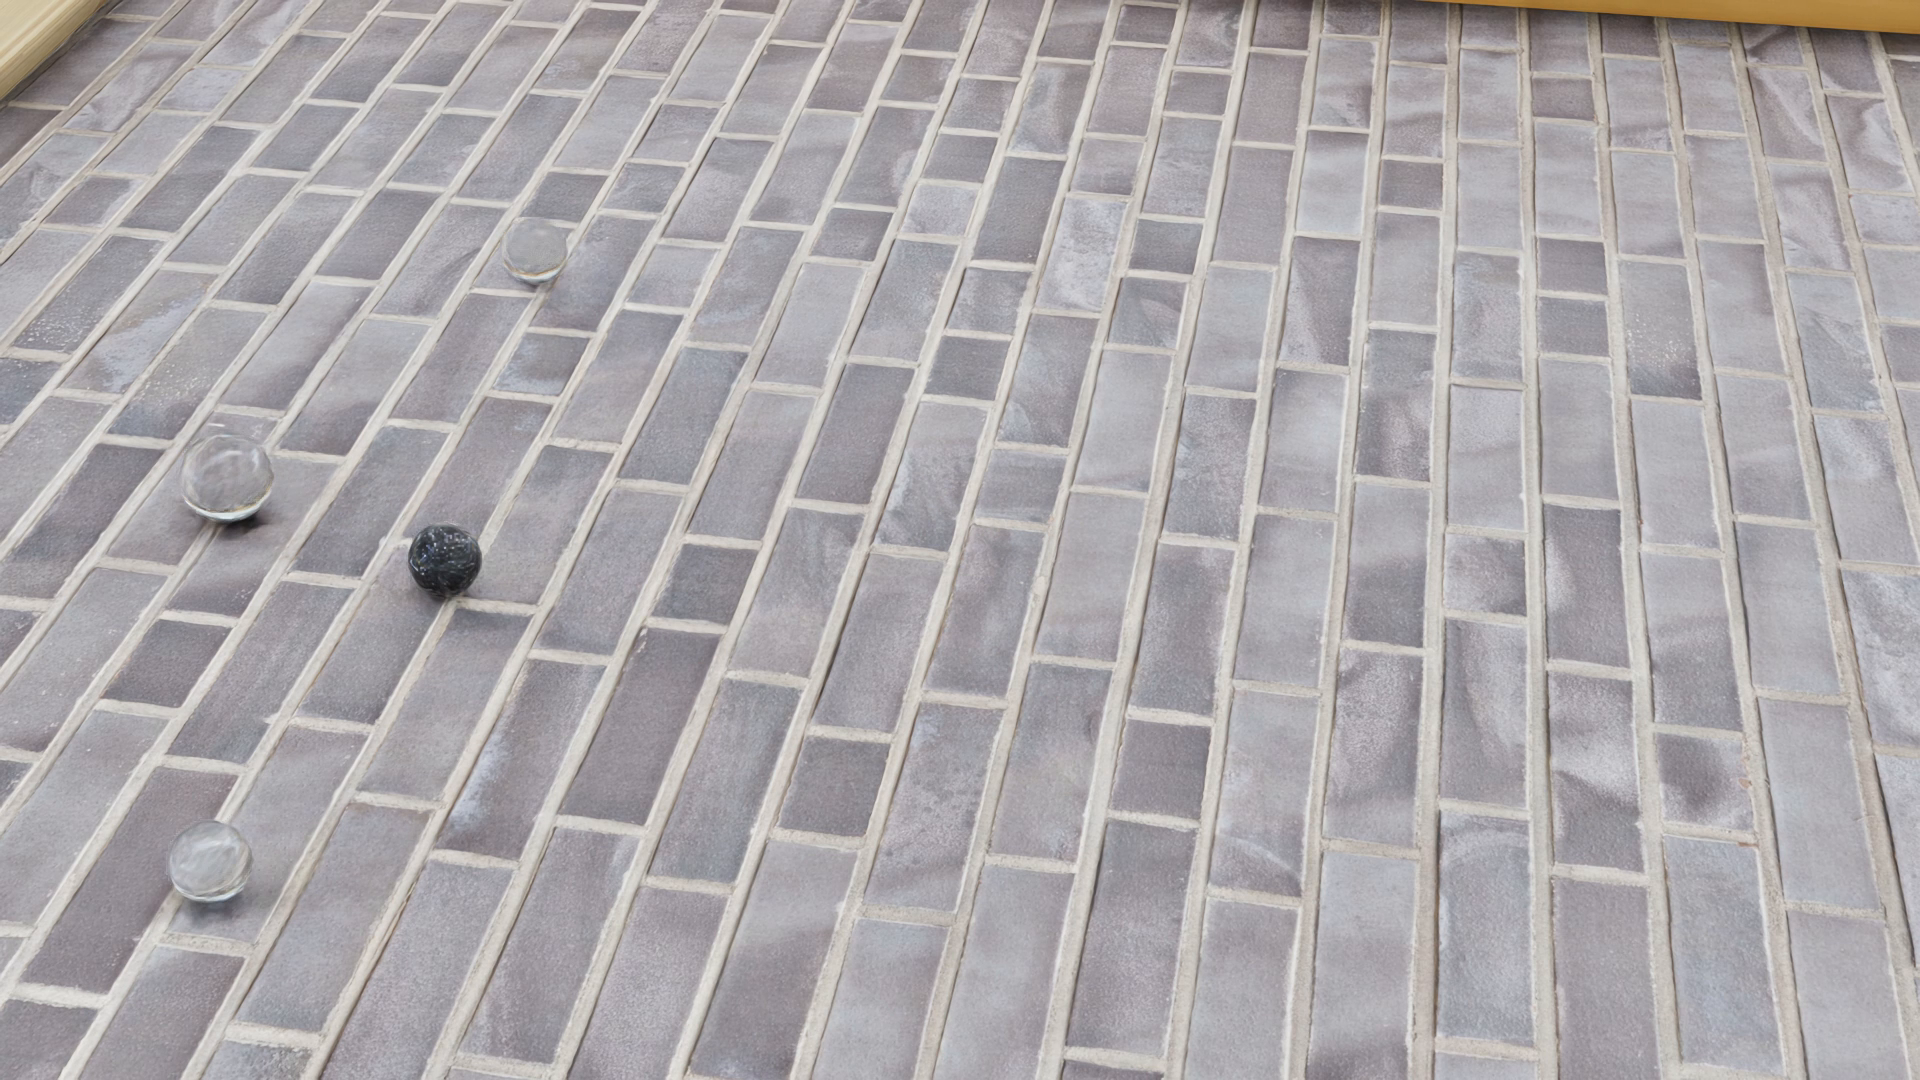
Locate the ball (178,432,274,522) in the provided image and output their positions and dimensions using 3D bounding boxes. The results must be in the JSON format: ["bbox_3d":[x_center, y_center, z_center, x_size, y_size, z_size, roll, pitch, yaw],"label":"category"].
[{"bbox_3d":[-0.524,-0.045,1.830,0.065,0.065,0.065,0,35,0],"label":"ball"}]

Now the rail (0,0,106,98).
[{"bbox_3d":[-0.977,-0.122,1.894,0.045,0.116,2.093,6,36,8],"label":"rail"}]

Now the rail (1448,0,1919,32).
[{"bbox_3d":[1.172,-0.511,2.442,4.060,0.116,0.045,6,36,8],"label":"rail"}]

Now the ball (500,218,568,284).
[{"bbox_3d":[-0.350,-0.237,2.112,0.054,0.054,0.054,0,35,0],"label":"ball"}]

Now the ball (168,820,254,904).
[{"bbox_3d":[-0.442,0.190,1.514,0.049,0.049,0.049,0,35,0],"label":"ball"}]

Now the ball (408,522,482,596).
[{"bbox_3d":[-0.354,0.013,1.761,0.050,0.050,0.050,0,35,0],"label":"ball"}]
